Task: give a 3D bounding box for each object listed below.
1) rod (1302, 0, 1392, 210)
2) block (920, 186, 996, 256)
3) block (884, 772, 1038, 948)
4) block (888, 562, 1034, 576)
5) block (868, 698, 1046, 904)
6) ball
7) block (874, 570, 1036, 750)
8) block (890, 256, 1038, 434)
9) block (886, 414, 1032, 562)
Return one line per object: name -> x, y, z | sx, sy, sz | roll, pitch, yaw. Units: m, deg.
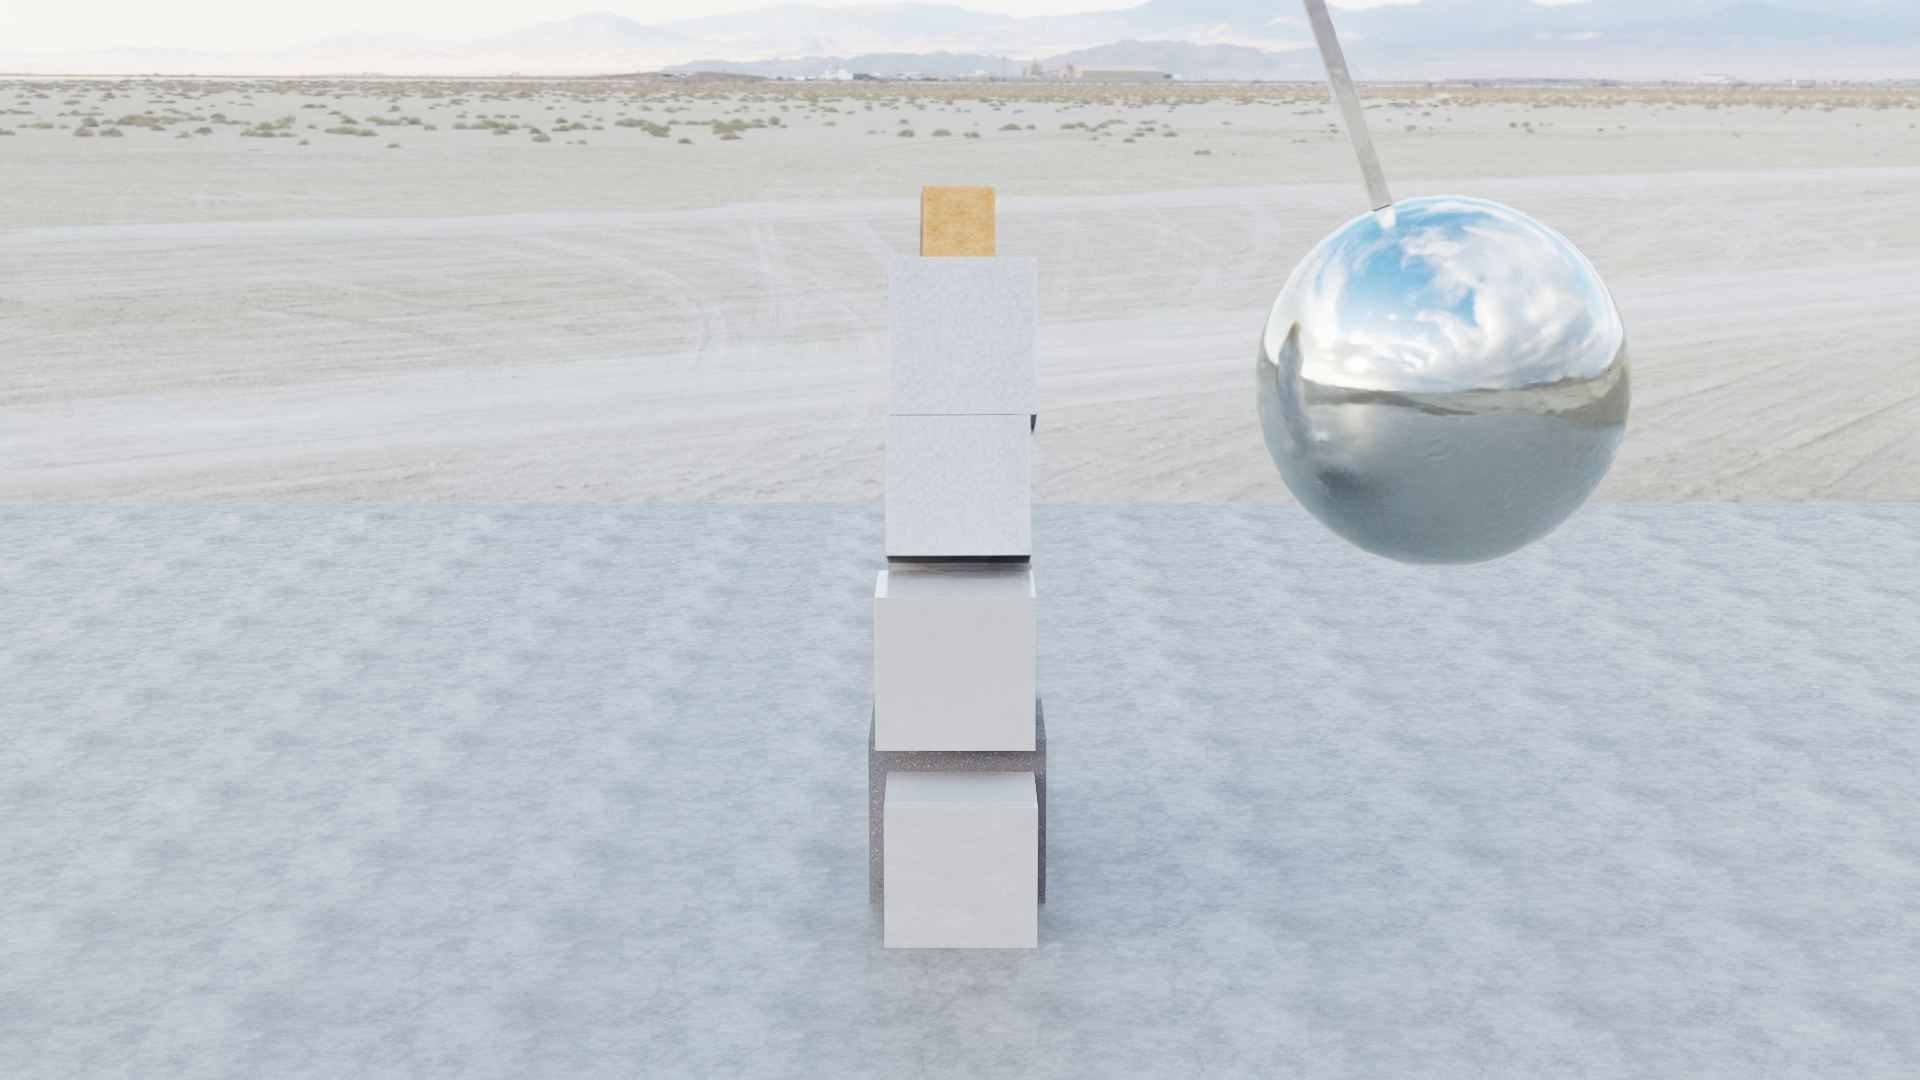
rod -> 0.899, -3.821, 10.486 | 0.080, 5.200, 0.080 | -20, 10, 4
block -> -0.013, -1.366, 11.510 | 0.319, 0.372, 0.317 | 0, -6, -4
block -> 0.003, 1.321, 10.660 | 0.622, 0.587, 0.556 | 0, 10, 0
block -> 0.003, 0.423, 11.636 | 0.642, 0.585, 0.688 | 0, -5, 0
block -> -0.011, 1.136, 11.296 | 0.754, 0.724, 0.741 | 0, 10, 0
ball -> 2.074, -0.682, 11.056 | 1.600, 1.600, 1.600 | 0, 10, 0
block -> -0.019, 0.505, 10.918 | 0.667, 0.652, 0.582 | 0, 10, 0
block -> 0.014, -0.850, 11.355 | 0.636, 0.686, 0.639 | 0, -6, 0
block -> -0.006, -0.207, 11.285 | 0.621, 0.605, 0.619 | 0, -5, 0
